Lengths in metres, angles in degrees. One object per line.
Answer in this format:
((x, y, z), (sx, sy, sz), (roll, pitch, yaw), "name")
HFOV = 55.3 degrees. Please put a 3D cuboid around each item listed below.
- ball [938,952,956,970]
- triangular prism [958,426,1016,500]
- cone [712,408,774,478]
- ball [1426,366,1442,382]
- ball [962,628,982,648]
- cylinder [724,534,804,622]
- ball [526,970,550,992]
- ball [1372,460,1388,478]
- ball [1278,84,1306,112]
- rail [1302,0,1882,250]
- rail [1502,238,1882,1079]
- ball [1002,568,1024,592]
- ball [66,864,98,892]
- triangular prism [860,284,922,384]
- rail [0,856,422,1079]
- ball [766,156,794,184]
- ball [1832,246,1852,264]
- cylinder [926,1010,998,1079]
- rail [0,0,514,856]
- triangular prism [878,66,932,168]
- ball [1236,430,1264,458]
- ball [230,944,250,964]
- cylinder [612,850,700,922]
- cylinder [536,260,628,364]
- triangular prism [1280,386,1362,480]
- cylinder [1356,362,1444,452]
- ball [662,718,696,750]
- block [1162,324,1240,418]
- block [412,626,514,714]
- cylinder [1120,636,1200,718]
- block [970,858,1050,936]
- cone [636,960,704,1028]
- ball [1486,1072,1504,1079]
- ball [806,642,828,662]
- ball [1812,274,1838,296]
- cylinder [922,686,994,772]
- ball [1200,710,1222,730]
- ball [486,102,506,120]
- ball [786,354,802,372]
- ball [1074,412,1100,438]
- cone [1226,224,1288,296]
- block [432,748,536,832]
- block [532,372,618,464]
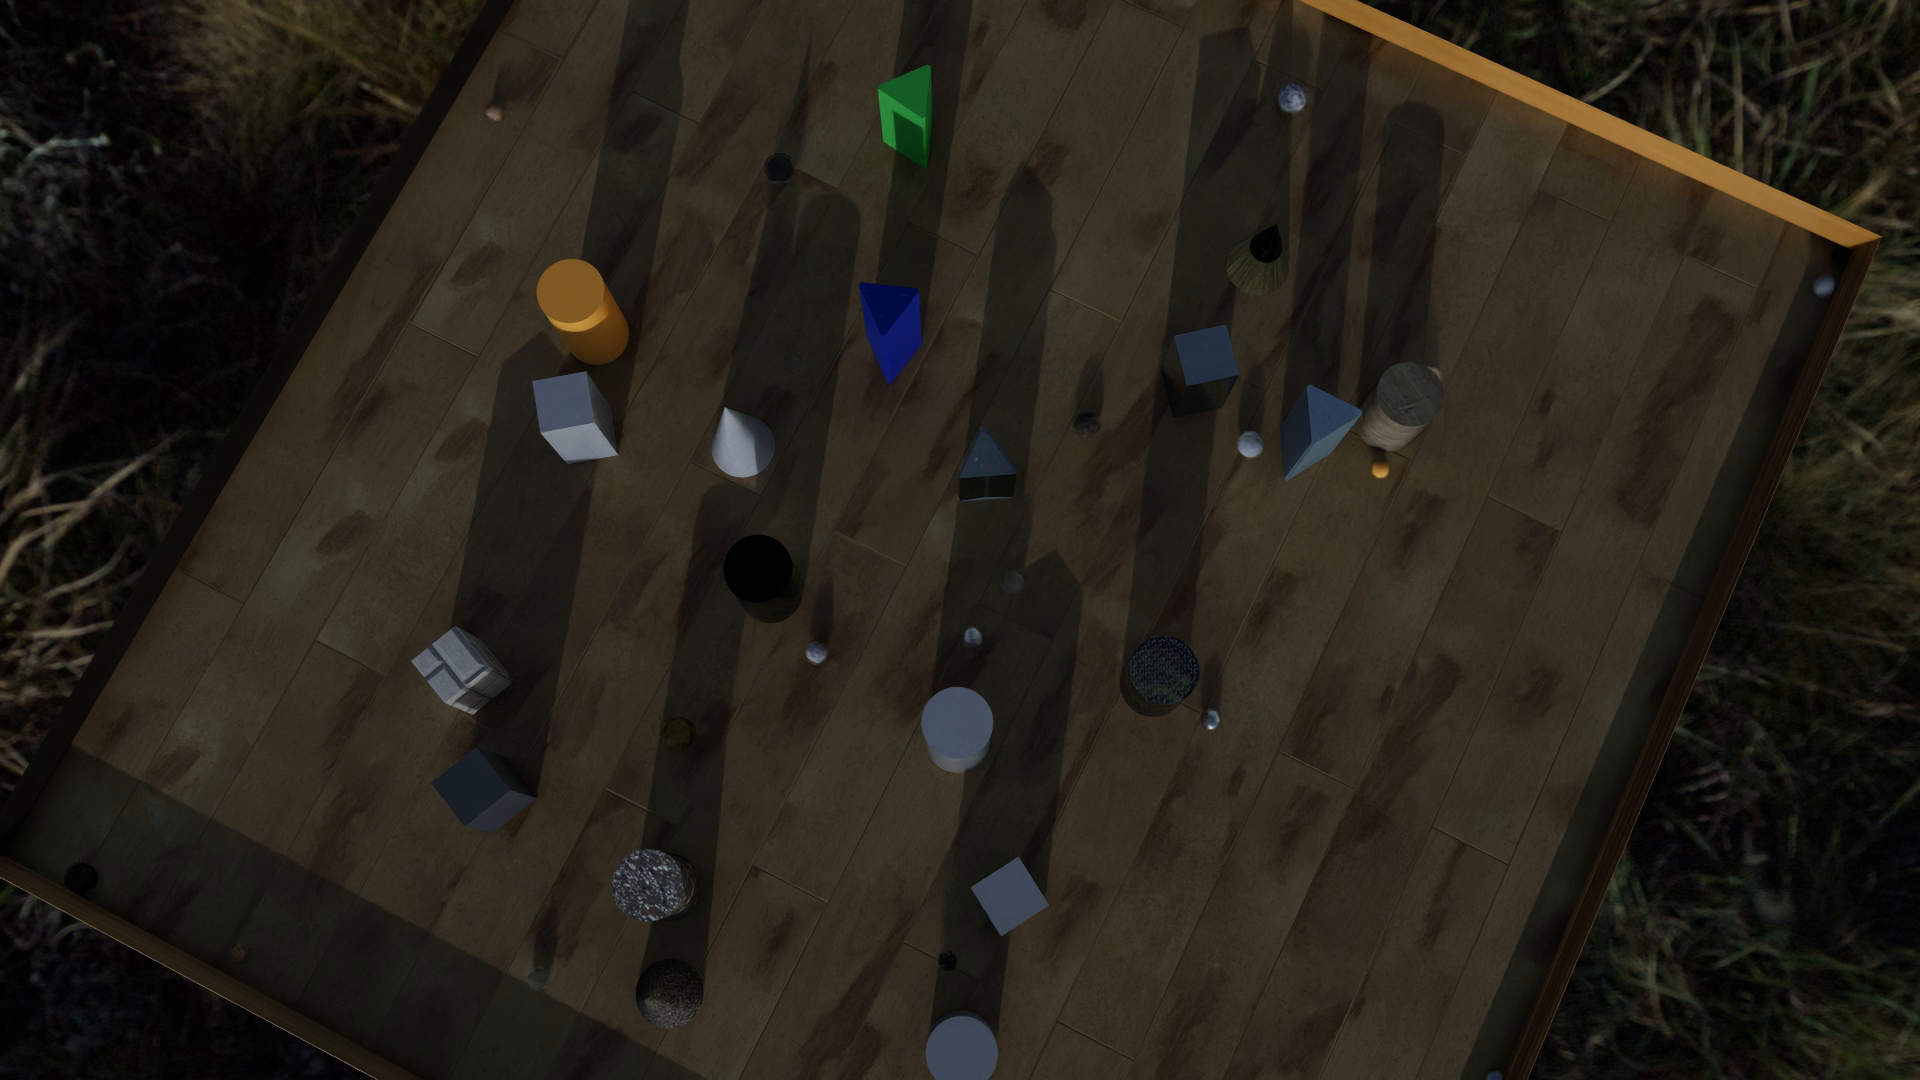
((-0.036, 1.224, 5.336), (0.053, 0.053, 0.053), (0, 78, 0), "ball")
((0.075, -0.232, 5.512), (0.171, 0.299, 0.148), (-5, 78, -1), "triangular prism")
((-0.673, -0.335, 5.459), (0.198, 0.444, 0.198), (0, 78, 0), "cone")
((1.454, -0.498, 5.678), (0.081, 0.081, 0.081), (0, 78, 0), "ball")
((0.038, 0.294, 5.524), (0.062, 0.062, 0.062), (0, 78, 0), "ball")
((-0.576, 0.118, 5.404), (0.198, 0.369, 0.198), (0, 78, 0), "cylinder")
((-1.225, 1.278, 5.320), (0.064, 0.064, 0.064), (0, 78, 0), "ball")
((1.292, -0.218, 5.635), (0.053, 0.053, 0.053), (0, 78, 0), "ball")
((1.061, -1.414, 5.862), (0.093, 0.093, 0.093), (0, 78, 0), "ball")
((0.943, -1.840, 5.931), (4.261, 0.128, 0.045), (26, 80, 5), "rail")
((1.884, 0.929, 5.358), (0.045, 0.128, 4.265), (26, 80, 5), "rail")
((0.160, 0.122, 5.556), (0.069, 0.069, 0.069), (0, 78, 0), "ball")
((-2.571, 0.991, 5.369), (0.084, 0.084, 0.084), (0, 78, 0), "ball")
((-0.230, -0.646, 5.502), (0.148, 0.486, 0.171), (36, 81, 7), "triangular prism")
((-0.943, 1.854, 5.166), (4.261, 0.128, 0.045), (26, 80, 5), "rail")
((-0.571, -1.175, 5.814), (0.090, 0.090, 0.090), (0, 78, 0), "ball")
((2.777, -0.898, 5.773), (0.057, 0.057, 0.057), (0, 78, 0), "ball")
((0.005, 1.434, 5.159), (0.198, 0.316, 0.198), (0, 78, 0), "cylinder")
((-1.884, -0.916, 5.740), (0.045, 0.128, 4.265), (26, 80, 5), "rail")
((-0.135, -1.334, 5.698), (0.171, 0.381, 0.148), (35, 80, 7), "triangular prism")
((0.893, -0.295, 5.636), (0.082, 0.082, 0.082), (0, 78, 0), "ball")
((-2.098, 1.207, 5.338), (0.057, 0.057, 0.057), (0, 78, 0), "ball")
((-0.863, 0.988, 5.232), (0.198, 0.352, 0.198), (0, 78, 0), "cylinder")
((-1.137, -0.685, 5.549), (0.198, 0.410, 0.198), (0, 78, 0), "cylinder")
((1.036, -0.336, 5.453), (0.171, 0.456, 0.148), (-32, 80, -6), "triangular prism")
((1.327, -0.400, 5.546), (0.198, 0.301, 0.198), (0, 78, 0), "cylinder")
((-0.836, 0.576, 5.447), (0.099, 0.099, 0.099), (0, 78, 0), "ball")
((0.722, -0.506, 5.542), (0.158, 0.351, 0.158), (-12, 79, -3), "block")
((-1.456, 0.385, 5.381), (0.158, 0.306, 0.158), (-40, 81, -8), "block")
((0.581, 0.403, 5.367), (0.198, 0.325, 0.198), (0, 78, 0), "cylinder")
((0.139, 1.023, 5.256), (0.158, 0.292, 0.158), (-32, 80, -6), "block")
((-0.847, 1.279, 5.130), (0.198, 0.434, 0.198), (0, 78, 0), "cone")
((1.539, 1.554, 5.270), (0.048, 0.048, 0.048), (0, 78, 0), "ball")
((-0.432, 0.337, 5.514), (0.064, 0.064, 0.064), (0, 78, 0), "ball")
((2.710, -0.799, 5.745), (0.073, 0.073, 0.073), (0, 78, 0), "ball")
((-0.007, 0.549, 5.255), (0.198, 0.486, 0.198), (0, 78, 0), "cylinder")
((0.749, 0.537, 5.473), (0.064, 0.064, 0.064), (0, 78, 0), "ball")
((-1.487, -1.373, 5.871), (0.059, 0.059, 0.059), (0, 78, 0), "ball")
((-0.517, -0.552, 5.703), (0.055, 0.055, 0.055), (0, 78, 0), "ball")
((0.393, -0.352, 5.649), (0.079, 0.079, 0.079), (0, 78, 0), "ball")
((0.941, -0.904, 5.620), (0.198, 0.359, 0.198), (0, 78, 0), "cone")
((-1.372, 0.725, 5.297), (0.158, 0.331, 0.158), (-39, 81, -7), "block")
((-1.150, -0.363, 5.499), (0.158, 0.377, 0.158), (-11, 79, -2), "block")
